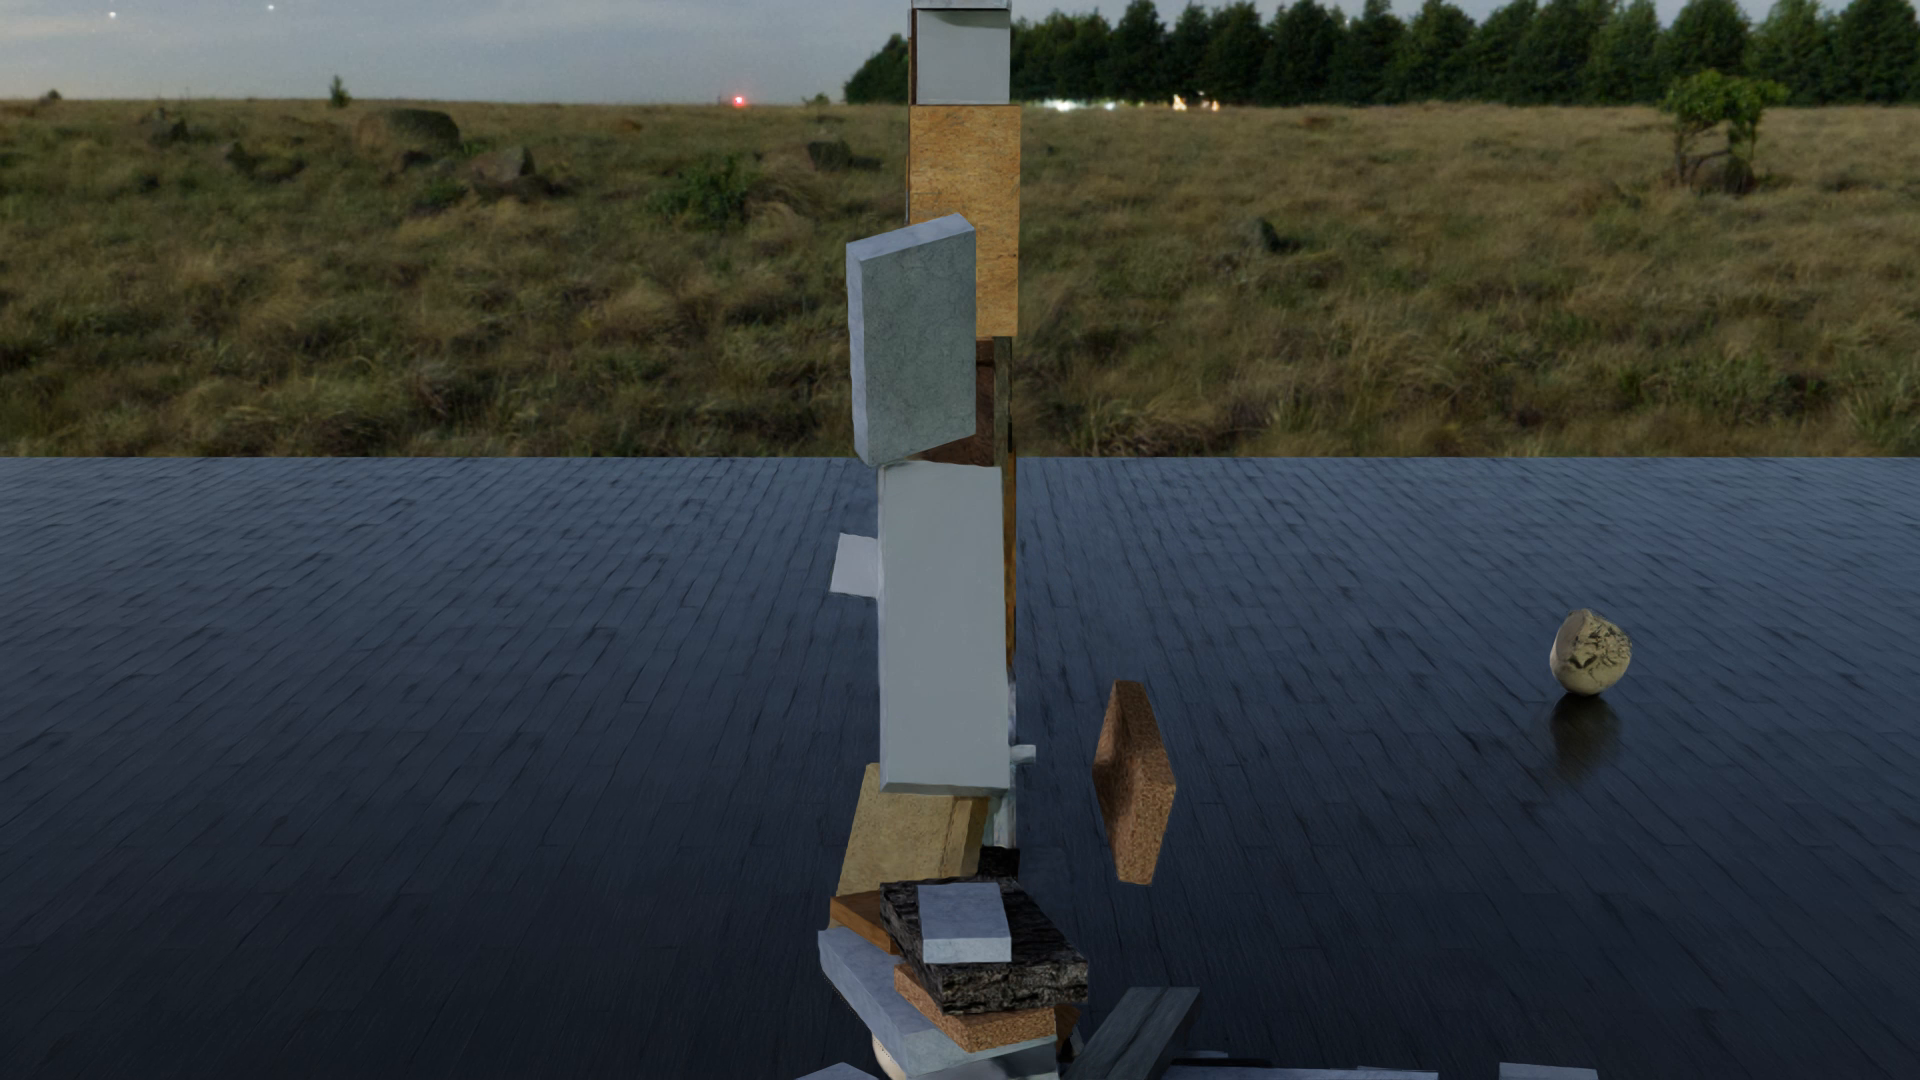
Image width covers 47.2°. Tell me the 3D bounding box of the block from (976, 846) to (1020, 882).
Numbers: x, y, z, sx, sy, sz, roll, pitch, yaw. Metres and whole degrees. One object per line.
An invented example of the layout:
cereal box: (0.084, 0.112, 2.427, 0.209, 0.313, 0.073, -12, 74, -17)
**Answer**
block: (0.022, 0.514, 3.047, 0.102, 0.029, 0.204, 5, 45, 5)

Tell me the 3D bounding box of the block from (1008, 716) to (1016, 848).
block: (-0.003, 0.438, 3.499, 0.180, 0.360, 0.051, 0, 10, 0)

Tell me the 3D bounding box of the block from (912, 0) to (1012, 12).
block: (0.006, -0.798, 3.229, 0.133, 0.038, 0.265, 1, 13, 3)

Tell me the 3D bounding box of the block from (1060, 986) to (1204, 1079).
block: (0.216, 0.650, 2.794, 0.102, 0.029, 0.595, -3, 1, 15)

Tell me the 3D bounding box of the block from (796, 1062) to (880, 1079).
block: (-0.187, 0.726, 2.880, 0.150, 0.021, 0.075, -10, 14, -42)

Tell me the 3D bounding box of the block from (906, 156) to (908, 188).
block: (-0.001, -0.632, 3.757, 0.178, 0.050, 0.355, 0, 11, 0)

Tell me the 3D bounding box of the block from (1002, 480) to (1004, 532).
block: (-0.003, -0.053, 3.288, 0.136, 0.039, 0.272, 0, 10, 1)

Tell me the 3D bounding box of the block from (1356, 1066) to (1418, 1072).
block: (0.555, 0.732, 2.831, 0.095, 0.027, 0.189, 2, 11, 12)

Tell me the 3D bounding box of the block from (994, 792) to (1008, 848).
block: (-0.003, 0.487, 3.400, 0.151, 0.301, 0.043, -1, 11, -5)

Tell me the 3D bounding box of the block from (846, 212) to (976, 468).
block: (-0.062, -0.263, 2.934, 0.165, 0.330, 0.047, -18, 43, -21)

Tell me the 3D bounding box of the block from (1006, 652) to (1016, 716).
block: (-0.003, 0.214, 3.580, 0.180, 0.051, 0.360, 0, 11, 0)

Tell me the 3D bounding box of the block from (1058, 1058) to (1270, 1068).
block: (0.241, 0.711, 2.837, 0.323, 0.027, 0.095, -1, 30, 4)

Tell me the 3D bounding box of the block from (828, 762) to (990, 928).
block: (-0.064, 0.423, 2.939, 0.174, 0.049, 0.347, -11, 35, 18)

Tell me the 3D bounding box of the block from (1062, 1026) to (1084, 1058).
block: (0.153, 0.693, 2.953, 0.017, 0.059, 0.117, -1, 11, -6)

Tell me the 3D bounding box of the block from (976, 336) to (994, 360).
block: (-0.005, -0.289, 3.256, 0.104, 0.029, 0.207, 0, 9, -1)

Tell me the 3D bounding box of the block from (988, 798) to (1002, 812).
block: (-0.010, 0.337, 3.262, 0.151, 0.043, 0.302, 0, 11, 3)

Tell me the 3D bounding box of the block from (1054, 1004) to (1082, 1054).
block: (0.082, 0.628, 2.816, 0.102, 0.029, 0.203, 34, 21, 8)

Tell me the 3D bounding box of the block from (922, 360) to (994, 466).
block: (-0.002, -0.158, 3.185, 0.104, 0.207, 0.029, 0, -9, 2)

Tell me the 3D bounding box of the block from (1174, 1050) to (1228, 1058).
block: (0.265, 0.712, 2.936, 0.189, 0.027, 0.094, 1, 11, 4)

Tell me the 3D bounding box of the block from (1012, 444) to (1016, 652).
block: (0.027, 0.017, 4.226, 0.159, 0.402, 0.045, 1, 11, 4)

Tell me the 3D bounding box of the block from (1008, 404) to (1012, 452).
block: (-0.004, -0.191, 3.602, 0.172, 0.049, 0.344, 0, 10, 0)

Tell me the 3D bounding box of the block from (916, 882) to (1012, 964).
block: (0.003, 0.421, 2.428, 0.094, 0.027, 0.187, -1, 9, -3)

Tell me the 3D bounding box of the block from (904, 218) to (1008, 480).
block: (-0.006, -0.293, 3.383, 0.157, 0.396, 0.044, 0, 6, -1)

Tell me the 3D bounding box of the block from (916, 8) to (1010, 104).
block: (0.003, -0.539, 3.237, 0.133, 0.470, 0.038, -1, 17, -4)

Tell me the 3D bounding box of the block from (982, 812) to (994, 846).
block: (-0.030, 0.527, 3.184, 0.151, 0.301, 0.043, 2, 11, 9)

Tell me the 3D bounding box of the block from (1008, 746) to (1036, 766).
block: (0.021, 0.310, 3.153, 0.169, 0.024, 0.085, 0, -9, -2)

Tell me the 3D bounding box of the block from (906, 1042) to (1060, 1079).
block: (0.025, 0.581, 2.715, 0.174, 0.049, 0.458, -9, 14, 1)

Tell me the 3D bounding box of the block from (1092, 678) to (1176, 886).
block: (0.246, 0.342, 3.155, 0.045, 0.158, 0.317, 9, 21, -8)

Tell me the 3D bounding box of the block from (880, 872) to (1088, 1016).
block: (0.020, 0.450, 2.476, 0.158, 0.045, 0.317, -2, 9, -14)

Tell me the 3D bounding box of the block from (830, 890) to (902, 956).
block: (-0.083, 0.459, 2.653, 0.085, 0.024, 0.169, -4, 9, -28)

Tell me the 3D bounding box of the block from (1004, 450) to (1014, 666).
block: (-0.002, 0.026, 3.508, 0.172, 0.344, 0.049, 0, 8, 0)

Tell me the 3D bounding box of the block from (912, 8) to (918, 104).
block: (0.000, -0.730, 3.449, 0.151, 0.349, 0.043, 0, 11, 0)

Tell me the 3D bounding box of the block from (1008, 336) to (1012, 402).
block: (-0.002, -0.411, 3.685, 0.178, 0.355, 0.050, 0, 10, -1)

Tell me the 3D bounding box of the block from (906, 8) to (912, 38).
block: (-0.005, -0.955, 4.096, 0.171, 0.048, 0.342, 0, 10, 1)

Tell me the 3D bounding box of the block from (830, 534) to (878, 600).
block: (-0.095, 0.045, 3.126, 0.169, 0.085, 0.024, 8, -7, 17)

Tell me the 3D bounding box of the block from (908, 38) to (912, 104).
block: (-0.009, -0.741, 4.015, 0.171, 0.342, 0.048, 0, 9, -1)

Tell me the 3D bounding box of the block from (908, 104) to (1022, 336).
block: (0.005, -0.465, 3.206, 0.158, 0.332, 0.045, -1, 14, -6)

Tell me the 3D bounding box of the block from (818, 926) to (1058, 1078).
block: (-0.034, 0.517, 2.561, 0.174, 0.049, 0.347, -10, 12, -18)

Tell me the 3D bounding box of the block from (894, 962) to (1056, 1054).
block: (0.013, 0.501, 2.403, 0.102, 0.029, 0.203, -7, 11, -23)

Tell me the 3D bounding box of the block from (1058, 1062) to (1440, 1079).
block: (0.293, 0.688, 2.706, 0.574, 0.033, 0.117, -3, 11, 18)

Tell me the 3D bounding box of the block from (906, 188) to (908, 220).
block: (-0.003, -0.528, 3.436, 0.157, 0.044, 0.314, 0, 10, 0)

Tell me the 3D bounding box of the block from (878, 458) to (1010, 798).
block: (-0.024, 0.115, 2.972, 0.165, 0.461, 0.047, 4, -23, -13)

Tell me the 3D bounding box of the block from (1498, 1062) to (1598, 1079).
block: (0.754, 0.735, 2.792, 0.124, 0.035, 0.248, 2, 11, 10)
